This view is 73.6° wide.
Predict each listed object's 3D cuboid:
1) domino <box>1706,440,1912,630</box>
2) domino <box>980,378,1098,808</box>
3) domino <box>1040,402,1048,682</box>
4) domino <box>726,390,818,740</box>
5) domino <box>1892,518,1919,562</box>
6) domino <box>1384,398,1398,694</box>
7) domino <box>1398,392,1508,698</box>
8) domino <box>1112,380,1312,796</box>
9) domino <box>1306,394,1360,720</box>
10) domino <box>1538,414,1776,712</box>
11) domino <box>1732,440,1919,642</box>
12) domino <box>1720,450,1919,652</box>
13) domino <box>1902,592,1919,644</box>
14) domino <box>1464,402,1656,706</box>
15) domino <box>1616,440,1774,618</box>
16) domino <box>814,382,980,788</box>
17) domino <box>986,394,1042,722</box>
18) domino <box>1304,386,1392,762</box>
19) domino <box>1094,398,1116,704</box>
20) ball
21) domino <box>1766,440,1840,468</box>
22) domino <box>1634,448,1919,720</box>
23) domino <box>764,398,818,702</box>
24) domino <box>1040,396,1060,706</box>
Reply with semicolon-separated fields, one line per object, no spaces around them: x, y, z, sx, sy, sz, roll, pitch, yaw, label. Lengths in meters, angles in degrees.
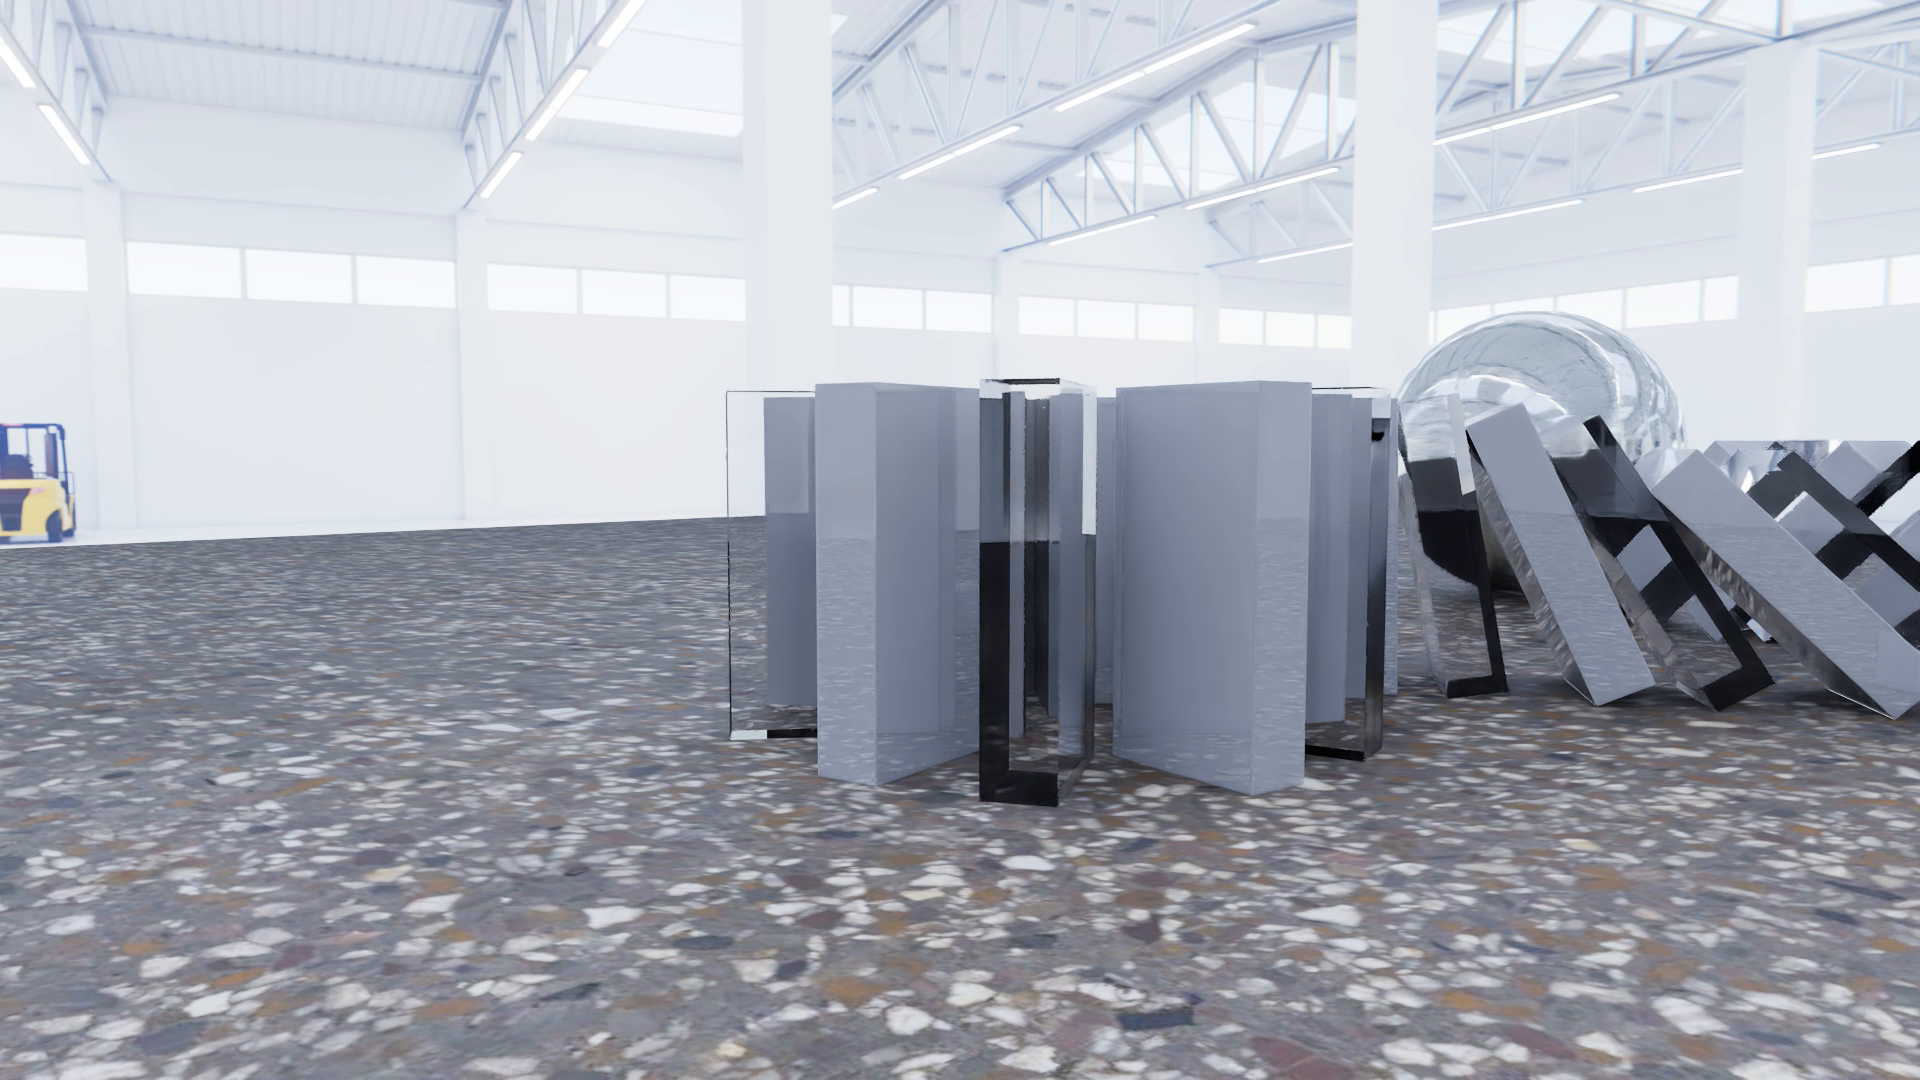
0.183;0.000;0.279;0.025;0.050;0.010;-2;47;-30;domino
0.010;0.005;0.162;0.009;0.050;0.025;1;4;16;domino
0.008;0.000;0.239;0.009;0.050;0.025;-1;4;-11;domino
-0.021;0.003;0.189;0.025;0.050;0.009;-1;4;-8;domino
0.197;0.002;0.256;0.025;0.009;0.050;-2;-40;-30;domino
0.072;0.000;0.228;0.010;0.050;0.025;0;4;13;domino
0.085;0.000;0.224;0.009;0.050;0.025;-10;2;14;domino
0.032;0.005;0.166;0.009;0.050;0.025;-3;5;-35;domino
0.048;0.003;0.200;0.025;0.050;0.009;-1;5;-18;domino
0.114;0.003;0.216;0.009;0.050;0.025;-32;-4;14;domino
0.190;0.001;0.268;0.025;0.050;0.010;-2;47;-30;domino
0.147;0.006;0.210;0.050;0.009;0.025;45;13;7;domino
0.210;0.009;0.238;0.025;0.009;0.050;4;-20;-35;domino
0.100;0.001;0.220;0.010;0.050;0.025;-25;-2;15;domino
0.170;-0.002;0.301;0.025;0.050;0.009;-2;47;-30;domino
-0.007;0.005;0.170;0.009;0.050;0.025;3;5;34;domino
0.000;0.003;0.200;0.025;0.050;0.010;0;4;5;domino
0.046;0.004;0.181;0.025;0.050;0.009;3;5;33;domino
0.021;0.001;0.221;0.009;0.050;0.025;0;4;-3;domino
0.161;-0.025;0.364;0.080;0.080;0.080;0;4;0;ball
0.176;-0.001;0.290;0.025;0.050;0.009;-2;47;-30;domino
0.133;0.006;0.212;0.050;0.009;0.025;46;13;7;domino
-0.019;0.002;0.214;0.025;0.050;0.009;1;4;15;domino
0.006;0.001;0.217;0.009;0.050;0.025;-2;5;-29;domino
